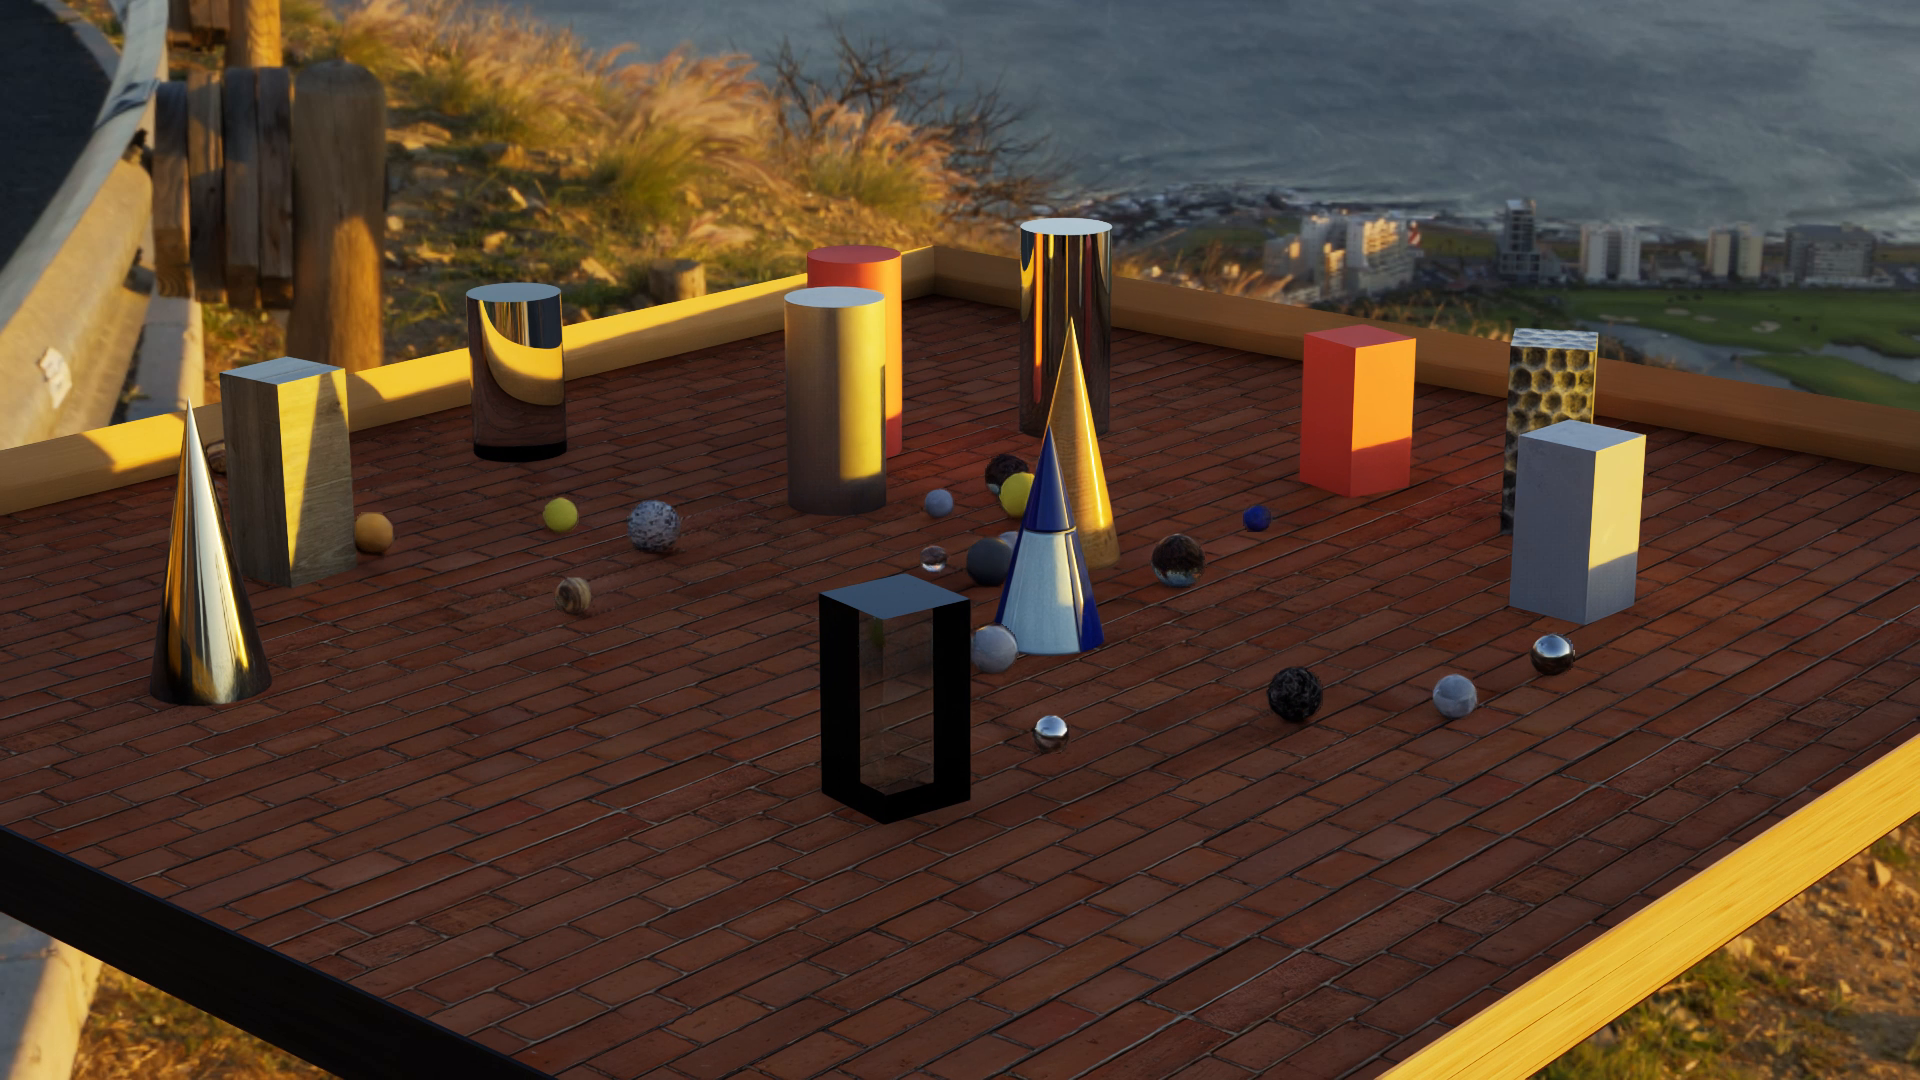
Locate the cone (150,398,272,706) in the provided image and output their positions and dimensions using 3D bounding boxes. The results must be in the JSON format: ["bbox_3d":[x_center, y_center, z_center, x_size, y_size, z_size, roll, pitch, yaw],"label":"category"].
[{"bbox_3d":[-1.194,0.003,4.606,0.191,0.477,0.191,0,17,0],"label":"cone"}]

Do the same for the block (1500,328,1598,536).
[{"bbox_3d":[1.101,-0.199,5.478,0.153,0.361,0.153,4,17,13],"label":"block"}]

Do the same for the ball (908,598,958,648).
[{"bbox_3d":[-0.044,0.137,4.842,0.085,0.085,0.085,0,17,0],"label":"ball"}]

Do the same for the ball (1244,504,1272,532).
[{"bbox_3d":[0.558,-0.041,5.491,0.050,0.050,0.050,0,17,0],"label":"ball"}]

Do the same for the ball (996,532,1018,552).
[{"bbox_3d":[0.092,0.022,5.239,0.075,0.075,0.075,0,17,0],"label":"ball"}]

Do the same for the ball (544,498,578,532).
[{"bbox_3d":[-0.747,-0.047,5.486,0.064,0.064,0.064,0,17,0],"label":"ball"}]

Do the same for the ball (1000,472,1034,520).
[{"bbox_3d":[0.119,-0.084,5.567,0.089,0.089,0.089,0,17,0],"label":"ball"}]

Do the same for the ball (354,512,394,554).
[{"bbox_3d":[-1.072,-0.012,5.352,0.076,0.076,0.076,0,17,0],"label":"ball"}]

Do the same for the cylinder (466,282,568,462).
[{"bbox_3d":[-0.907,-0.344,6.007,0.191,0.333,0.191,0,17,0],"label":"cylinder"}]

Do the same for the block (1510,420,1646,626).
[{"bbox_3d":[1.057,-0.032,5.022,0.153,0.305,0.153,16,23,42],"label":"block"}]

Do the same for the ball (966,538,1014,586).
[{"bbox_3d":[0.054,0.038,5.166,0.086,0.086,0.086,0,17,0],"label":"ball"}]

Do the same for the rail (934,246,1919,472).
[{"bbox_3d":[1.199,-0.368,6.443,3.397,0.124,0.045,14,22,39],"label":"rail"}]

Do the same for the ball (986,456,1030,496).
[{"bbox_3d":[0.094,-0.123,5.702,0.085,0.085,0.085,0,17,0],"label":"ball"}]

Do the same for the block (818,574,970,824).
[{"bbox_3d":[-0.092,0.224,4.176,0.153,0.303,0.153,-13,21,-36],"label":"block"}]

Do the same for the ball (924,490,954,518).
[{"bbox_3d":[-0.040,-0.069,5.575,0.055,0.055,0.055,0,17,0],"label":"ball"}]

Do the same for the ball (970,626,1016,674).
[{"bbox_3d":[0.052,0.176,4.726,0.077,0.077,0.077,0,17,0],"label":"ball"}]

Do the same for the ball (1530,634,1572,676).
[{"bbox_3d":[0.951,0.185,4.715,0.066,0.066,0.066,0,17,0],"label":"ball"}]

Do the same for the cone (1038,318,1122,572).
[{"bbox_3d":[0.198,-0.183,5.271,0.191,0.450,0.191,0,17,0],"label":"cone"}]

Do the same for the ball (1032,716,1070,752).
[{"bbox_3d":[0.137,0.290,4.385,0.056,0.056,0.056,0,17,0],"label":"ball"}]

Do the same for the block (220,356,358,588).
[{"bbox_3d":[-1.192,-0.122,5.209,0.153,0.368,0.153,12,21,35],"label":"block"}]

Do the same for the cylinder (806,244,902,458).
[{"bbox_3d":[-0.215,-0.384,6.004,0.191,0.410,0.191,0,17,0],"label":"cylinder"}]

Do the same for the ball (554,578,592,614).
[{"bbox_3d":[-0.662,0.095,5.016,0.064,0.064,0.064,0,17,0],"label":"ball"}]

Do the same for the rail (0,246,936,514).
[{"bbox_3d":[-1.264,-0.286,6.171,0.045,0.124,3.705,14,22,39],"label":"rail"}]

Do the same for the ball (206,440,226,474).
[{"bbox_3d":[-1.477,-0.167,5.878,0.068,0.068,0.068,0,17,0],"label":"ball"}]

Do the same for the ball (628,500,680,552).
[{"bbox_3d":[-0.559,-0.025,5.360,0.096,0.096,0.096,0,17,0],"label":"ball"}]

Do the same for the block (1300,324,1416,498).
[{"bbox_3d":[0.781,-0.255,5.769,0.153,0.299,0.153,-11,20,-32],"label":"block"}]

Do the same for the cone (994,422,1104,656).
[{"bbox_3d":[0.146,-0.016,4.850,0.191,0.372,0.191,0,17,0],"label":"cone"}]

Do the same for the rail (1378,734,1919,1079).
[{"bbox_3d":[1.264,0.349,4.070,0.045,0.124,3.705,14,22,39],"label":"rail"}]

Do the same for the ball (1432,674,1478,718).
[{"bbox_3d":[0.764,0.241,4.526,0.068,0.068,0.068,0,17,0],"label":"ball"}]

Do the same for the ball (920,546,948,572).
[{"bbox_3d":[-0.047,0.034,5.246,0.048,0.048,0.048,0,17,0],"label":"ball"}]

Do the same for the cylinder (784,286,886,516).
[{"bbox_3d":[-0.238,-0.268,5.626,0.191,0.406,0.191,0,17,0],"label":"cylinder"}]

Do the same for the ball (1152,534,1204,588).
[{"bbox_3d":[0.383,0.036,5.160,0.094,0.094,0.094,0,17,0],"label":"ball"}]

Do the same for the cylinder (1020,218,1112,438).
[{"bbox_3d":[0.221,-0.444,6.161,0.191,0.435,0.191,0,17,0],"label":"cylinder"}]

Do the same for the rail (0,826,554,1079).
[{"bbox_3d":[-1.199,0.430,3.798,3.397,0.124,0.045,14,22,39],"label":"rail"}]

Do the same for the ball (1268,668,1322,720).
[{"bbox_3d":[0.515,0.237,4.515,0.083,0.083,0.083,0,17,0],"label":"ball"}]
